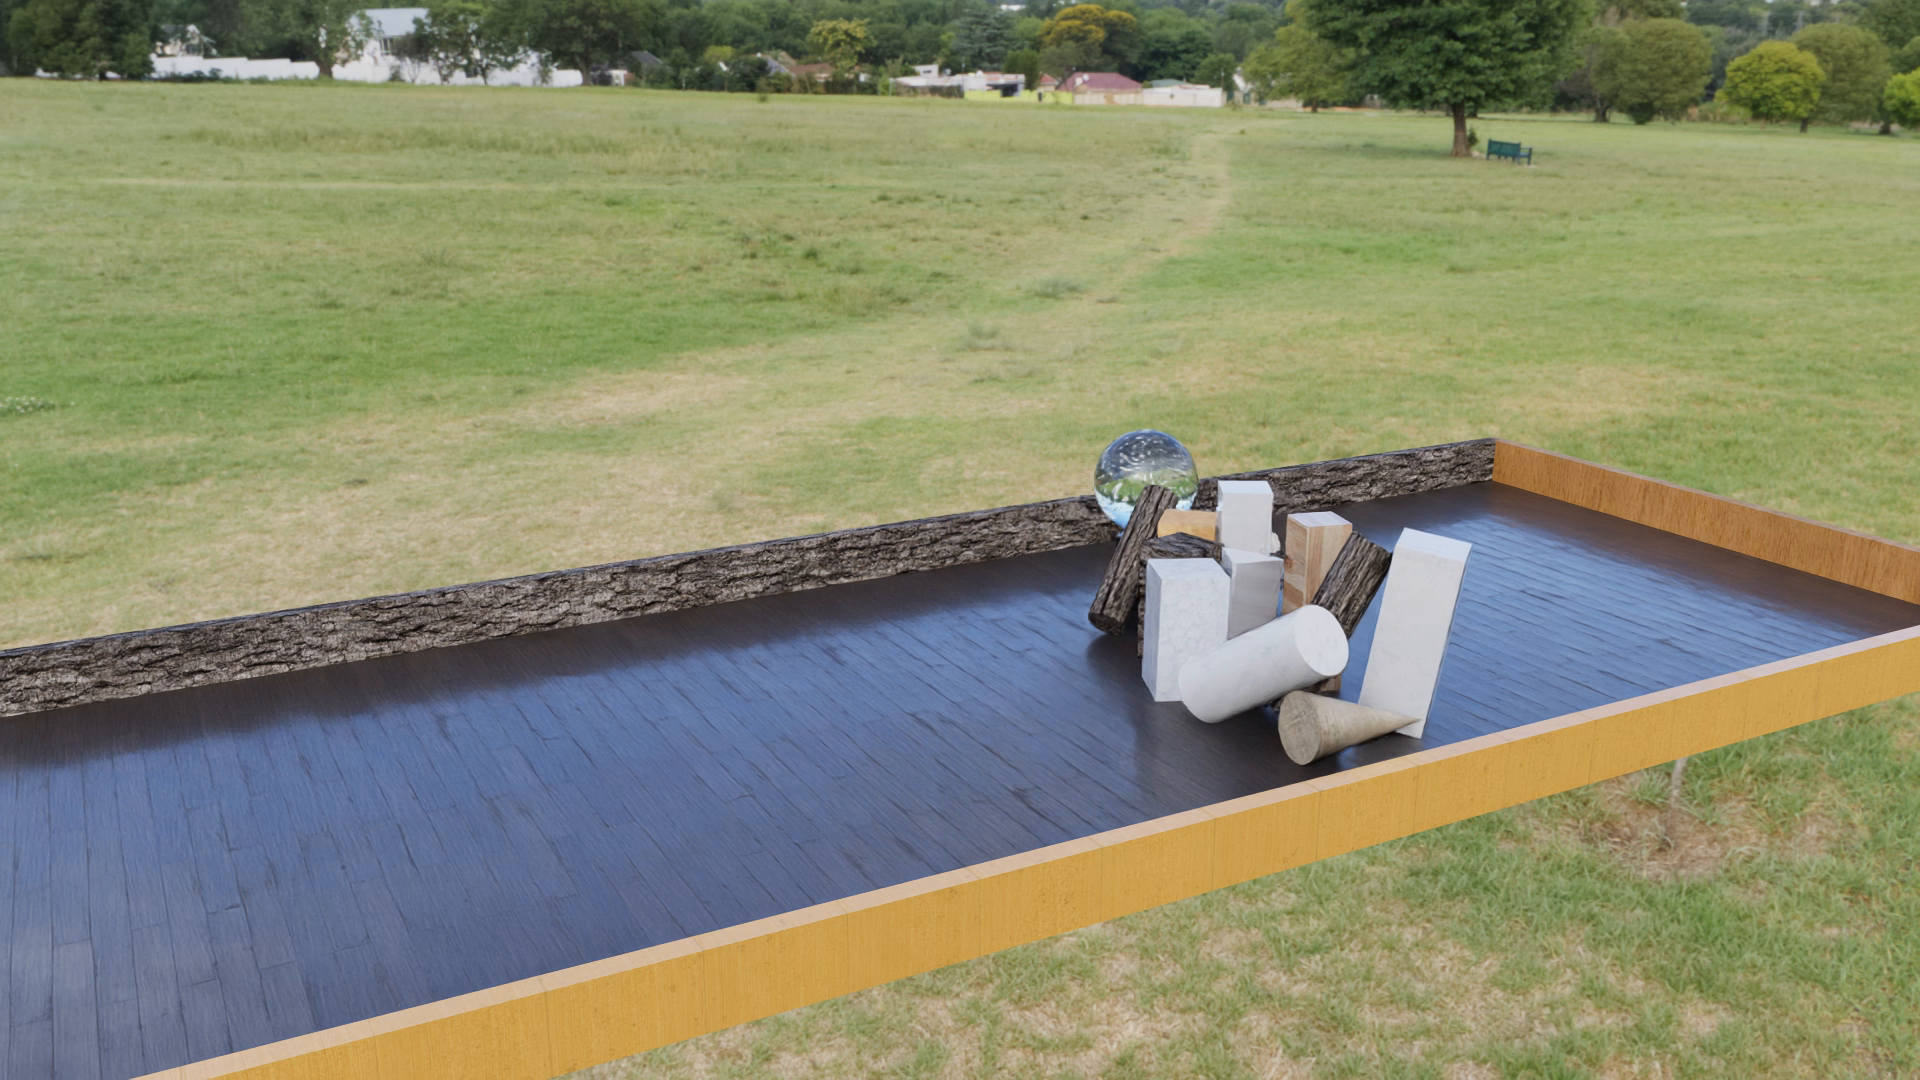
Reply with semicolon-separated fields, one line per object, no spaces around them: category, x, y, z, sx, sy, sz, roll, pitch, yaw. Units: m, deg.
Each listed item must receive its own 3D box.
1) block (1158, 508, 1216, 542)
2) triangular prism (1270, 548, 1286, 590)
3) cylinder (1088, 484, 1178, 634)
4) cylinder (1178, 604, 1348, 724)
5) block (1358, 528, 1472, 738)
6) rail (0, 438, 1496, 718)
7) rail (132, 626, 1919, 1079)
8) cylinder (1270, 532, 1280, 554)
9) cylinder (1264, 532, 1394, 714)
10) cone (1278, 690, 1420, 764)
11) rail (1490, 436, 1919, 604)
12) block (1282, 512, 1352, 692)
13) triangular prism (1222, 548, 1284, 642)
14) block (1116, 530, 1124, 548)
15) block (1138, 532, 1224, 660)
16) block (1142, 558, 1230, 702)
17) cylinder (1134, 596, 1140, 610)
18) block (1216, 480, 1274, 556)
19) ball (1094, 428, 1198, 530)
block;0.618;0.093;4.475;0.150;0.318;0.150;4;17;15
triangular prism;0.844;0.096;4.636;0.422;0.091;0.105;-20;19;-5
cylinder;0.478;0.051;4.538;0.106;0.106;0.430;10;60;30
cylinder;0.686;0.287;3.761;0.164;0.164;0.383;-14;-12;-40
block;1.048;0.214;3.818;0.154;0.438;0.154;15;20;19
rail;-3.305;0.497;3.399;12.000;0.150;0.050;-9;18;-27
rail;-2.336;1.006;1.665;12.000;0.150;0.050;-9;18;-27
cylinder;0.738;0.034;4.900;0.396;0.144;0.144;4;15;-12
cylinder;0.855;0.207;3.862;0.119;0.449;0.119;29;3;-2
cone;0.906;0.413;3.714;0.334;0.165;0.165;-1;15;-22
rail;2.466;-0.048;5.253;0.050;0.150;2.100;-9;18;-27
block;0.875;0.154;4.073;0.117;0.428;0.117;-4;17;-13
triangular prism;0.685;0.189;4.126;0.156;0.317;0.135;-4;16;-31
block;0.599;0.002;5.152;0.110;0.110;0.343;8;18;25
block;0.569;0.159;4.255;0.150;0.315;0.150;-13;21;-38
block;0.553;0.219;4.054;0.167;0.311;0.167;-1;16;-6
cylinder;0.605;0.106;4.704;0.301;0.163;0.163;-6;17;-19
block;0.738;0.073;4.328;0.127;0.438;0.127;1;16;3
ball;0.564;-0.178;5.002;0.317;0.317;0.317;0;16;0
